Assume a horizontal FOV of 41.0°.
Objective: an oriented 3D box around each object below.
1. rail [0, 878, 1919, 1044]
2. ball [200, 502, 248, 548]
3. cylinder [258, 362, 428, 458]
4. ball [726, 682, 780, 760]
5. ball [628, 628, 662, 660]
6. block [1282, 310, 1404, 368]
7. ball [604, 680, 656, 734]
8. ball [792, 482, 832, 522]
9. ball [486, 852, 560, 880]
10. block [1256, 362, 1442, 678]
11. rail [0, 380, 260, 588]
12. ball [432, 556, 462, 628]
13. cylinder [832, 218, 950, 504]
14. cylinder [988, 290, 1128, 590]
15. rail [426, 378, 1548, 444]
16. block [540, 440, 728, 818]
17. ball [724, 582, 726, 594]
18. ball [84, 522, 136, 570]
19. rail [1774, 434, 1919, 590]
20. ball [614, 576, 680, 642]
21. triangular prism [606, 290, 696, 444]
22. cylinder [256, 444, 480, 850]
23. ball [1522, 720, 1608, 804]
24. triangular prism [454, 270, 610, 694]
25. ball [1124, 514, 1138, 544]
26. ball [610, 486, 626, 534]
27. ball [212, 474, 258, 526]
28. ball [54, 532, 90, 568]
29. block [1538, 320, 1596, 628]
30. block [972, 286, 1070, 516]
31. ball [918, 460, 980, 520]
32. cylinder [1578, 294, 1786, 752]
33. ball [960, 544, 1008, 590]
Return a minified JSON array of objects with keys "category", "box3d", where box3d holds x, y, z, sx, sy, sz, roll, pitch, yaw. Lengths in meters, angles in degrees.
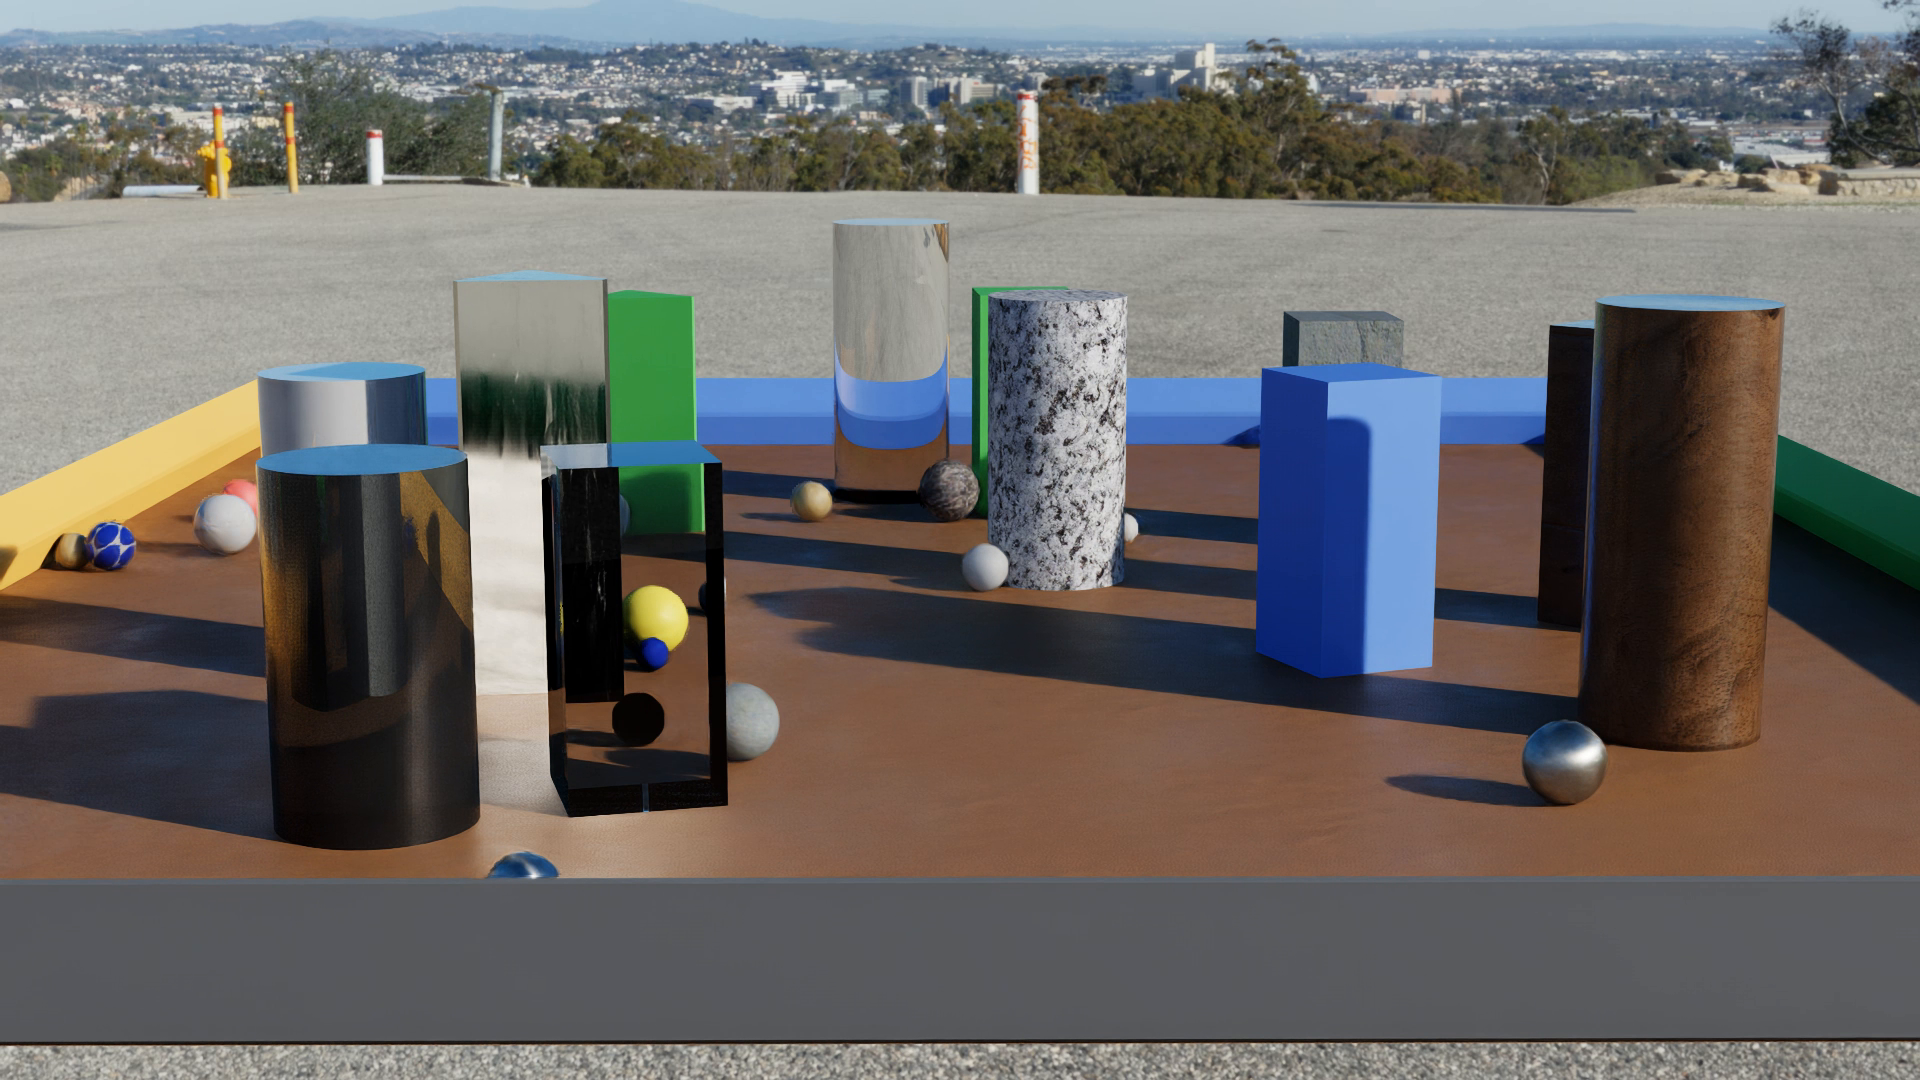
[{"category":"rail","box3d":[0.009,0.312,1.945,2.698,0.128,0.045,0,10,0]},{"category":"ball","box3d":[-1.105,-0.023,3.858,0.069,0.069,0.069,0,10,0]},{"category":"cylinder","box3d":[-0.743,-0.024,3.117,0.197,0.363,0.197,0,10,0]},{"category":"ball","box3d":[-0.232,0.193,2.719,0.082,0.082,0.082,0,10,0]},{"category":"ball","box3d":[-0.390,0.129,3.176,0.041,0.041,0.041,0,10,0]},{"category":"block","box3d":[0.587,-0.173,3.969,0.158,0.347,0.158,0,10,-2]},{"category":"ball","box3d":[-0.364,0.184,2.831,0.058,0.058,0.058,0,10,0]},{"category":"ball","box3d":[-0.239,-0.063,4.146,0.064,0.064,0.064,0,10,0]},{"category":"ball","box3d":[-0.374,0.299,2.195,0.065,0.065,0.065,0,10,0]},{"category":"block","box3d":[0.475,-0.028,3.155,0.158,0.358,0.158,-4,11,-23]},{"category":"rail","box3d":[-1.325,0.034,3.441,0.045,0.128,3.107,0,10,0]},{"category":"ball","box3d":[-0.701,0.068,3.347,0.099,0.099,0.099,0,10,0]},{"category":"cylinder","box3d":[-0.116,-0.307,4.362,0.197,0.466,0.197,0,10,0]},{"category":"cylinder","box3d":[0.138,-0.146,3.660,0.197,0.406,0.197,0,10,0]},{"category":"rail","box3d":[-0.009,-0.246,4.953,2.698,0.128,0.045,0,10,0]},{"category":"block","box3d":[-0.328,0.085,2.578,0.158,0.346,0.158,-3,11,-15]},{"category":"ball","box3d":[-0.343,0.065,3.500,0.048,0.048,0.048,0,10,0]},{"category":"ball","box3d":[-1.237,0.009,3.736,0.072,0.072,0.072,0,10,0]},{"category":"rail","box3d":[1.325,0.032,3.456,0.045,0.128,3.107,0,10,0]},{"category":"ball","box3d":[-0.399,0.091,3.250,0.089,0.089,0.089,0,10,0]},{"category":"triangular prism","box3d":[-0.522,-0.213,4.132,0.171,0.366,0.148,-3,11,-14]},{"category":"cylinder","box3d":[-0.568,0.098,2.474,0.197,0.357,0.197,0,10,0]},{"category":"ball","box3d":[0.604,0.221,2.559,0.084,0.084,0.084,0,10,0]},{"category":"triangular prism","box3d":[-0.503,-0.072,3.046,0.171,0.484,0.148,-2,11,-9]},{"category":"ball","box3d":[0.252,-0.018,3.955,0.046,0.046,0.046,0,10,0]},{"category":"ball","box3d":[-0.563,-0.046,4.007,0.082,0.082,0.082,0,10,0]},{"category":"ball","box3d":[-1.154,-0.060,4.120,0.092,0.092,0.092,0,10,0]},{"category":"ball","box3d":[-1.297,0.016,3.754,0.053,0.053,0.053,0,10,0]},{"category":"block","box3d":[0.878,-0.086,3.371,0.158,0.393,0.158,10,15,44]},{"category":"block","box3d":[0.105,-0.232,4.246,0.158,0.360,0.158,-1,11,-4]},{"category":"ball","box3d":[-0.018,-0.080,4.149,0.098,0.098,0.098,0,10,0]},{"category":"cylinder","box3d":[0.786,-0.023,2.807,0.197,0.474,0.197,0,10,0]},{"category":"ball","box3d":[0.035,0.038,3.597,0.067,0.067,0.067,0,10,0]}]
